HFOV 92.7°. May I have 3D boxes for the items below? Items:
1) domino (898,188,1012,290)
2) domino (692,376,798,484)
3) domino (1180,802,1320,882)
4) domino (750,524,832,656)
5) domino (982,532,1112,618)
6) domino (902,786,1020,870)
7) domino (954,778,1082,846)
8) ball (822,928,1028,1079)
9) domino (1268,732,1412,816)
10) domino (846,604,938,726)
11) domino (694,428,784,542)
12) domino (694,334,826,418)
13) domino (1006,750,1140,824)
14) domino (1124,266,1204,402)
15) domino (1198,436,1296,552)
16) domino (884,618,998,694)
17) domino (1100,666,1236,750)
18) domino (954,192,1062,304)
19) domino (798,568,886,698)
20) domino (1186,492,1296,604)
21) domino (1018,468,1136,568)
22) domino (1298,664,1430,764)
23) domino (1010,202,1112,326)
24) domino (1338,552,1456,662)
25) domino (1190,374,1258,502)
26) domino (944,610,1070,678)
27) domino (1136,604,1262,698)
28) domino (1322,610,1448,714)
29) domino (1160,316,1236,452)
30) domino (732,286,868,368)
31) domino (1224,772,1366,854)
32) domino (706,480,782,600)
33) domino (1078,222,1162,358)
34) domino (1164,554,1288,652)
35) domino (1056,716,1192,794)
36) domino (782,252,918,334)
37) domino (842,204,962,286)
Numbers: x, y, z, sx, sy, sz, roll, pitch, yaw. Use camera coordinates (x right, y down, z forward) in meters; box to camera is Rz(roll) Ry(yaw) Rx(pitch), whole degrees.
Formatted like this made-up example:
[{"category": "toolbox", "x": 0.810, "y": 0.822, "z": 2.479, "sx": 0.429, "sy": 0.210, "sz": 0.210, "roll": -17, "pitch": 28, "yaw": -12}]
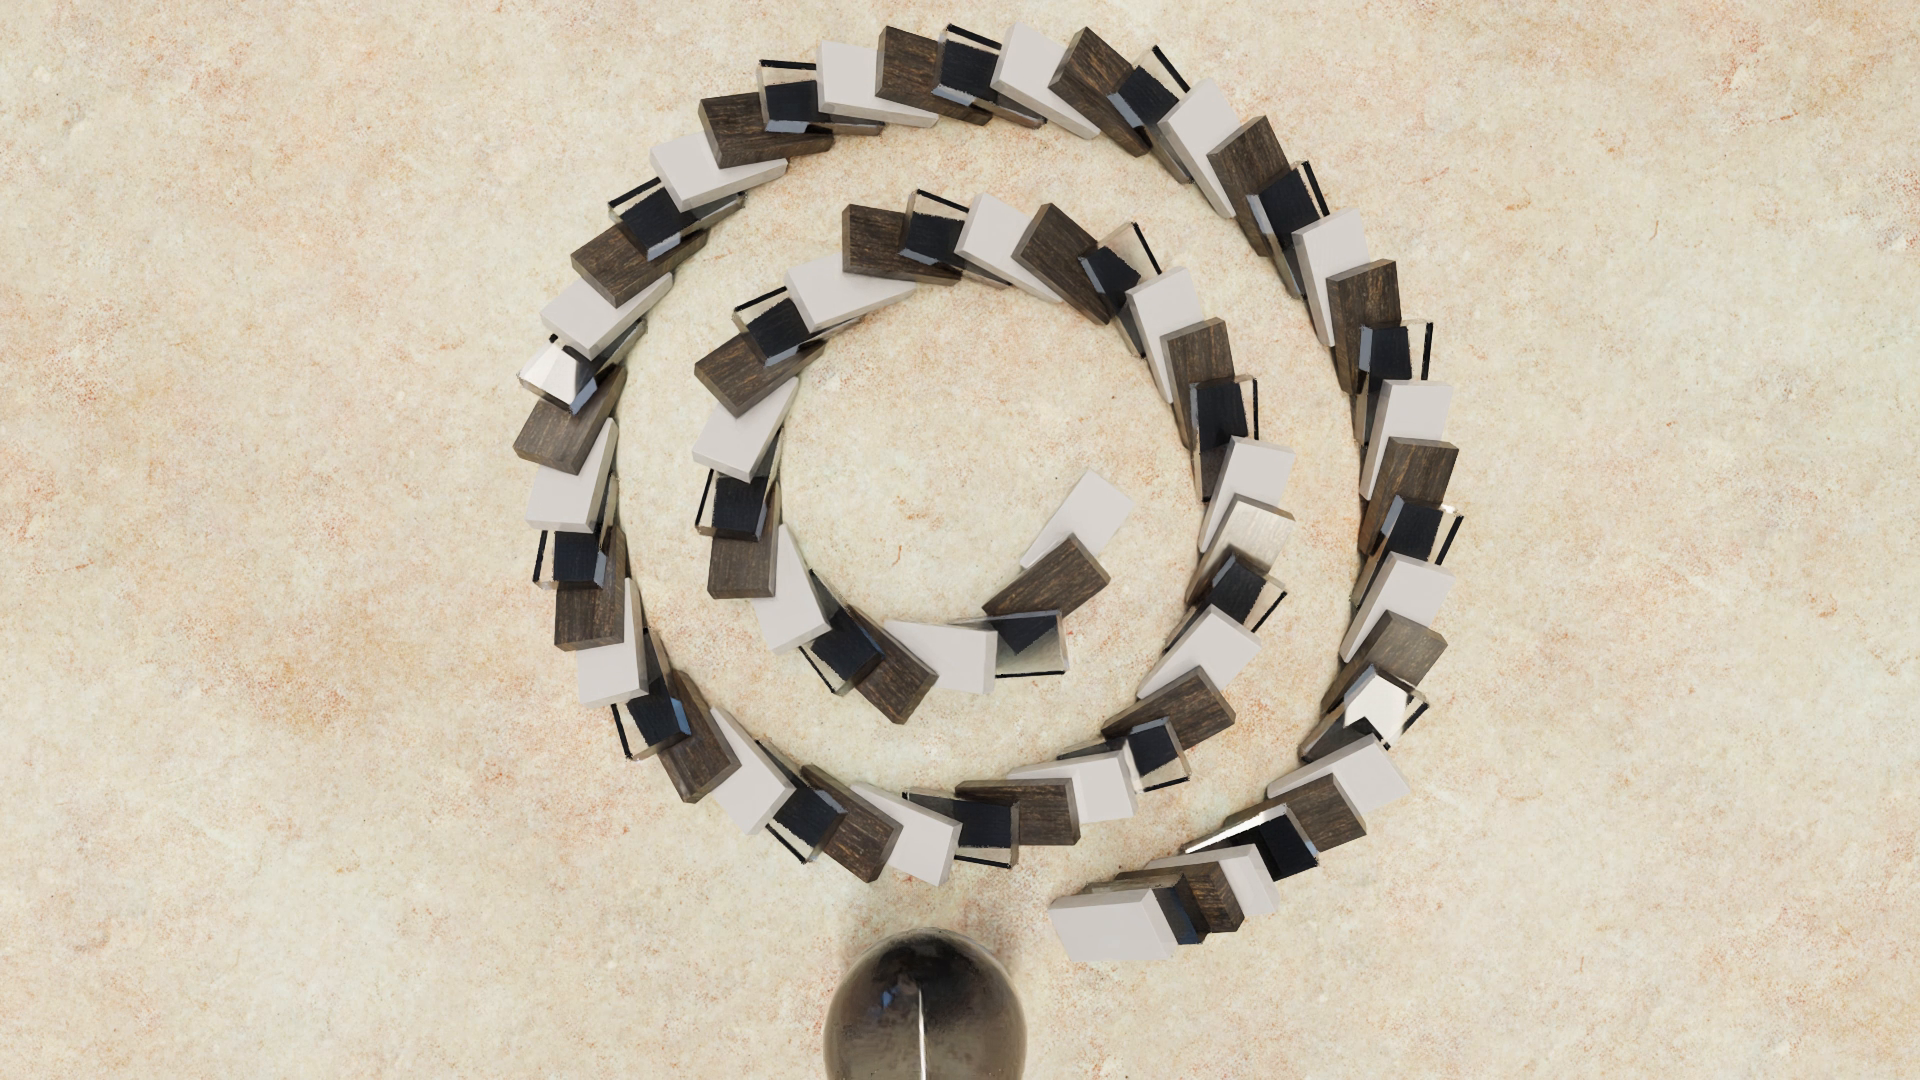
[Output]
[{"category": "domino", "x": 0.000, "y": -0.125, "z": 0.385, "sx": 0.050, "sy": 0.009, "sz": 0.025, "roll": 12, "pitch": 89, "yaw": -26}, {"category": "domino", "x": -0.090, "y": -0.051, "z": 0.385, "sx": 0.025, "sy": 0.009, "sz": 0.050, "roll": 21, "pitch": 65, "yaw": 0}, {"category": "domino", "x": 0.121, "y": 0.132, "z": 0.385, "sx": 0.050, "sy": 0.010, "sz": 0.025, "roll": -33, "pitch": 90, "yaw": 25}, {"category": "domino", "x": -0.075, "y": 0.021, "z": 0.385, "sx": 0.025, "sy": 0.009, "sz": 0.050, "roll": -27, "pitch": 65, "yaw": 0}, {"category": "domino", "x": 0.036, "y": 0.022, "z": 0.386, "sx": 0.050, "sy": 0.009, "sz": 0.025, "roll": -40, "pitch": 90, "yaw": 23}, {"category": "domino", "x": 0.000, "y": 0.120, "z": 0.385, "sx": 0.050, "sy": 0.010, "sz": 0.025, "roll": 1, "pitch": 90, "yaw": 25}, {"category": "domino", "x": 0.024, "y": 0.114, "z": 0.385, "sx": 0.050, "sy": 0.009, "sz": 0.025, "roll": -9, "pitch": 90, "yaw": 24}, {"category": "ball", "x": -0.013, "y": 0.196, "z": 0.360, "sx": 0.080, "sy": 0.080, "sz": 0.080, "roll": 0, "pitch": 90, "yaw": 0}, {"category": "domino", "x": 0.158, "y": 0.104, "z": 0.385, "sx": 0.050, "sy": 0.010, "sz": 0.025, "roll": -37, "pitch": 90, "yaw": 25}, {"category": "domino", "x": -0.035, "y": 0.052, "z": 0.384, "sx": 0.050, "sy": 0.010, "sz": 0.025, "roll": 37, "pitch": 92, "yaw": 27}, {"category": "domino", "x": -0.092, "y": -0.025, "z": 0.385, "sx": 0.025, "sy": 0.010, "sz": 0.050, "roll": 7, "pitch": 64, "yaw": 1}, {"category": "domino", "x": -0.083, "y": -0.076, "z": 0.384, "sx": 0.025, "sy": 0.009, "sz": 0.050, "roll": 46, "pitch": 64, "yaw": 2}, {"category": "domino", "x": 0.047, "y": 0.106, "z": 0.385, "sx": 0.050, "sy": 0.009, "sz": 0.025, "roll": -16, "pitch": 90, "yaw": 25}, {"category": "domino", "x": 0.090, "y": -0.086, "z": 0.385, "sx": 0.025, "sy": 0.009, "sz": 0.050, "roll": -26, "pitch": 115, "yaw": 0}, {"category": "domino", "x": 0.120, "y": -0.017, "z": 0.385, "sx": 0.025, "sy": 0.009, "sz": 0.050, "roll": 11, "pitch": 115, "yaw": 0}, {"category": "domino", "x": -0.009, "y": 0.048, "z": 0.383, "sx": 0.050, "sy": 0.009, "sz": 0.025, "roll": 3, "pitch": 90, "yaw": 31}, {"category": "domino", "x": 0.087, "y": 0.077, "z": 0.385, "sx": 0.050, "sy": 0.009, "sz": 0.025, "roll": -37, "pitch": 90, "yaw": 25}, {"category": "domino", "x": 0.025, "y": -0.122, "z": 0.385, "sx": 0.050, "sy": 0.010, "sz": 0.025, "roll": 20, "pitch": 90, "yaw": -26}, {"category": "domino", "x": -0.056, "y": 0.039, "z": 0.385, "sx": 0.025, "sy": 0.010, "sz": 0.050, "roll": -43, "pitch": 64, "yaw": 1}, {"category": "domino", "x": 0.117, "y": 0.008, "z": 0.385, "sx": 0.025, "sy": 0.009, "sz": 0.050, "roll": 20, "pitch": 115, "yaw": 0}, {"category": "domino", "x": 0.050, "y": -0.003, "z": 0.395, "sx": 0.025, "sy": 0.010, "sz": 0.050, "roll": 37, "pitch": 90, "yaw": 0}, {"category": "domino", "x": 0.169, "y": 0.079, "z": 0.385, "sx": 0.025, "sy": 0.009, "sz": 0.050, "roll": 30, "pitch": 115, "yaw": 0}, {"category": "domino", "x": 0.048, "y": -0.115, "z": 0.385, "sx": 0.050, "sy": 0.010, "sz": 0.025, "roll": 31, "pitch": 90, "yaw": -25}, {"category": "domino", "x": 0.183, "y": 0.032, "z": 0.386, "sx": 0.025, "sy": 0.009, "sz": 0.050, "roll": 17, "pitch": 114, "yaw": 0}, {"category": "domino", "x": 0.112, "y": -0.043, "z": 0.385, "sx": 0.025, "sy": 0.010, "sz": 0.050, "roll": -10, "pitch": 115, "yaw": 0}, {"category": "domino", "x": 0.019, "y": 0.045, "z": 0.386, "sx": 0.050, "sy": 0.009, "sz": 0.025, "roll": -7, "pitch": 97, "yaw": 19}, {"category": "domino", "x": 0.100, "y": 0.054, "z": 0.385, "sx": 0.025, "sy": 0.009, "sz": 0.050, "roll": 35, "pitch": 115, "yaw": 0}, {"category": "domino", "x": 0.178, "y": 0.056, "z": 0.386, "sx": 0.025, "sy": 0.009, "sz": 0.050, "roll": 25, "pitch": 114, "yaw": 0}, {"category": "domino", "x": 0.102, "y": -0.065, "z": 0.385, "sx": 0.025, "sy": 0.010, "sz": 0.050, "roll": -19, "pitch": 115, "yaw": 0}, {"category": "domino", "x": -0.067, "y": -0.094, "z": 0.385, "sx": 0.050, "sy": 0.009, "sz": 0.025, "roll": -32, "pitch": 88, "yaw": -26}, {"category": "domino", "x": 0.140, "y": 0.120, "z": 0.385, "sx": 0.050, "sy": 0.009, "sz": 0.025, "roll": -33, "pitch": 90, "yaw": 25}, {"category": "domino", "x": -0.090, "y": 0.000, "z": 0.384, "sx": 0.025, "sy": 0.010, "sz": 0.050, "roll": -3, "pitch": 63, "yaw": 2}, {"category": "domino", "x": 0.073, "y": -0.104, "z": 0.385, "sx": 0.025, "sy": 0.009, "sz": 0.050, "roll": -36, "pitch": 115, "yaw": 0}, {"category": "domino", "x": 0.111, "y": 0.033, "z": 0.385, "sx": 0.025, "sy": 0.009, "sz": 0.050, "roll": 32, "pitch": 114, "yaw": 0}, {"category": "domino", "x": 0.069, "y": 0.094, "z": 0.385, "sx": 0.050, "sy": 0.009, "sz": 0.025, "roll": -23, "pitch": 90, "yaw": 25}, {"category": "domino", "x": -0.046, "y": -0.108, "z": 0.385, "sx": 0.050, "sy": 0.009, "sz": 0.025, "roll": -27, "pitch": 90, "yaw": -25}, {"category": "domino", "x": -0.024, "y": -0.123, "z": 0.384, "sx": 0.050, "sy": 0.009, "sz": 0.025, "roll": 0, "pitch": 88, "yaw": -27}]
